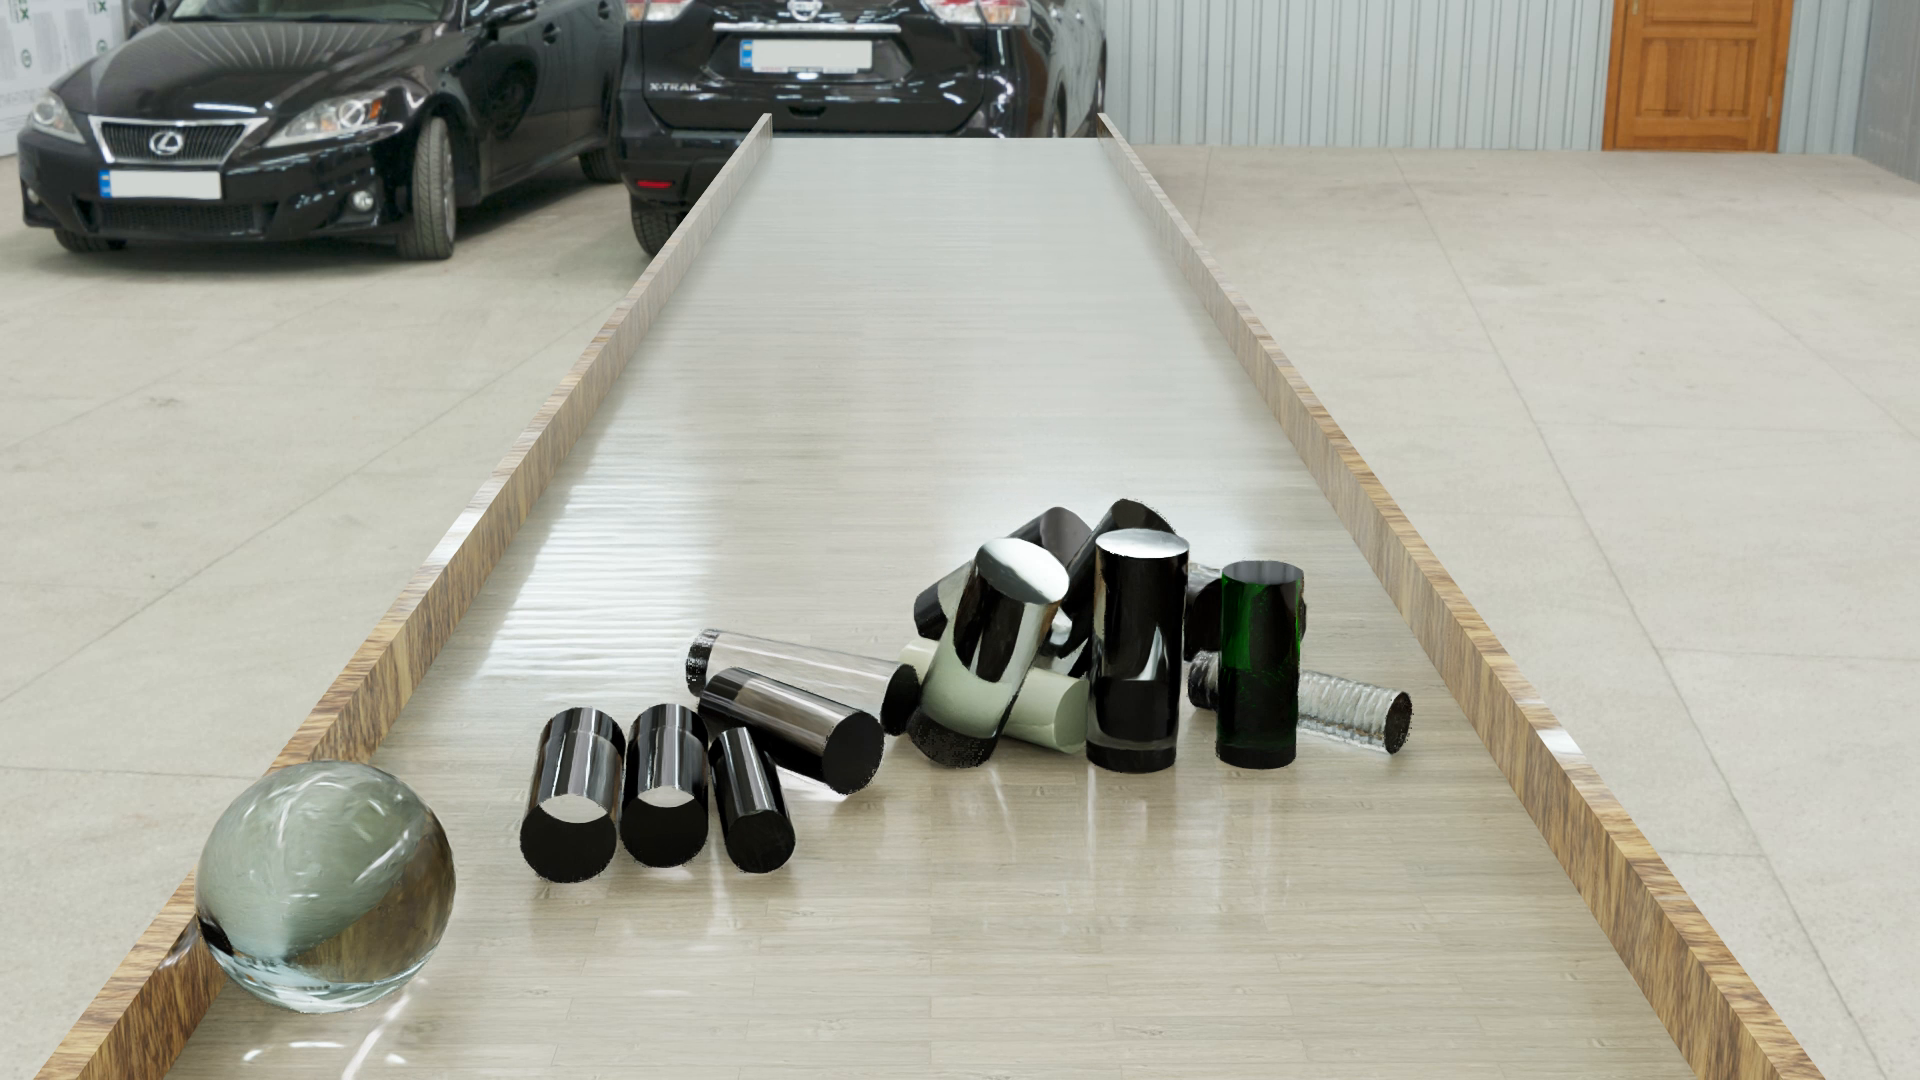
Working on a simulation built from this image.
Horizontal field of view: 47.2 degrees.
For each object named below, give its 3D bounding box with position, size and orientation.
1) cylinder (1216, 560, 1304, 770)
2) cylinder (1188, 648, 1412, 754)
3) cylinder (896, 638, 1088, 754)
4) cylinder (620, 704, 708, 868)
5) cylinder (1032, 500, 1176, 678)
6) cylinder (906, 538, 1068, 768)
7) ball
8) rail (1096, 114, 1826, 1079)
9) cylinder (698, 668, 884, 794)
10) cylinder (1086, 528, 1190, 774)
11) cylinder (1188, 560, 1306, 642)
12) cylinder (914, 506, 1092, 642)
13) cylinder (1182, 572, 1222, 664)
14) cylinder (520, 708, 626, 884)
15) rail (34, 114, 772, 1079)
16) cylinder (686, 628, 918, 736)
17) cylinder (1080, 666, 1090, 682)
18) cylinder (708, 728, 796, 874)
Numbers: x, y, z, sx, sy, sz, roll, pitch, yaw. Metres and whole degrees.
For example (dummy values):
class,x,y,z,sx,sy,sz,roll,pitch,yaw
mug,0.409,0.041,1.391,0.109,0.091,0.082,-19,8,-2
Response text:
class,x,y,z,sx,sy,sz,roll,pitch,yaw
cylinder,0.529,0.220,3.887,0.142,0.342,0.142,0,17,0
cylinder,0.620,0.293,4.042,0.401,0.113,0.113,12,20,34
cylinder,0.062,0.283,4.043,0.374,0.134,0.134,13,21,37
cylinder,-0.486,0.400,3.637,0.138,0.138,0.370,-2,17,-6
cylinder,0.230,0.125,4.061,0.144,0.418,0.144,25,32,-17
cylinder,0.043,0.199,3.809,0.164,0.397,0.164,14,37,-11
ball,-0.869,0.475,3.023,0.346,0.346,0.346,0,17,0
rail,0.932,-0.844,7.801,0.050,0.150,12.000,0,17,-1
cylinder,-0.300,0.332,3.857,0.327,0.146,0.146,15,22,41
cylinder,0.311,0.194,3.866,0.162,0.398,0.162,2,18,-1
cylinder,0.522,0.138,4.492,0.153,0.153,0.351,-15,22,-40
cylinder,0.095,0.096,4.280,0.357,0.178,0.178,-33,-6,36
cylinder,0.347,0.131,4.427,0.178,0.178,0.434,-16,19,-42
cylinder,-0.627,0.410,3.587,0.149,0.149,0.381,-2,17,-6
rail,-1.118,-0.838,7.780,0.050,0.150,12.000,0,17,-1
cylinder,-0.296,0.263,4.106,0.429,0.134,0.134,8,19,26
cylinder,0.284,0.246,4.194,0.117,0.117,0.340,-3,17,-11
cylinder,-0.345,0.423,3.612,0.110,0.110,0.355,-3,17,-10
